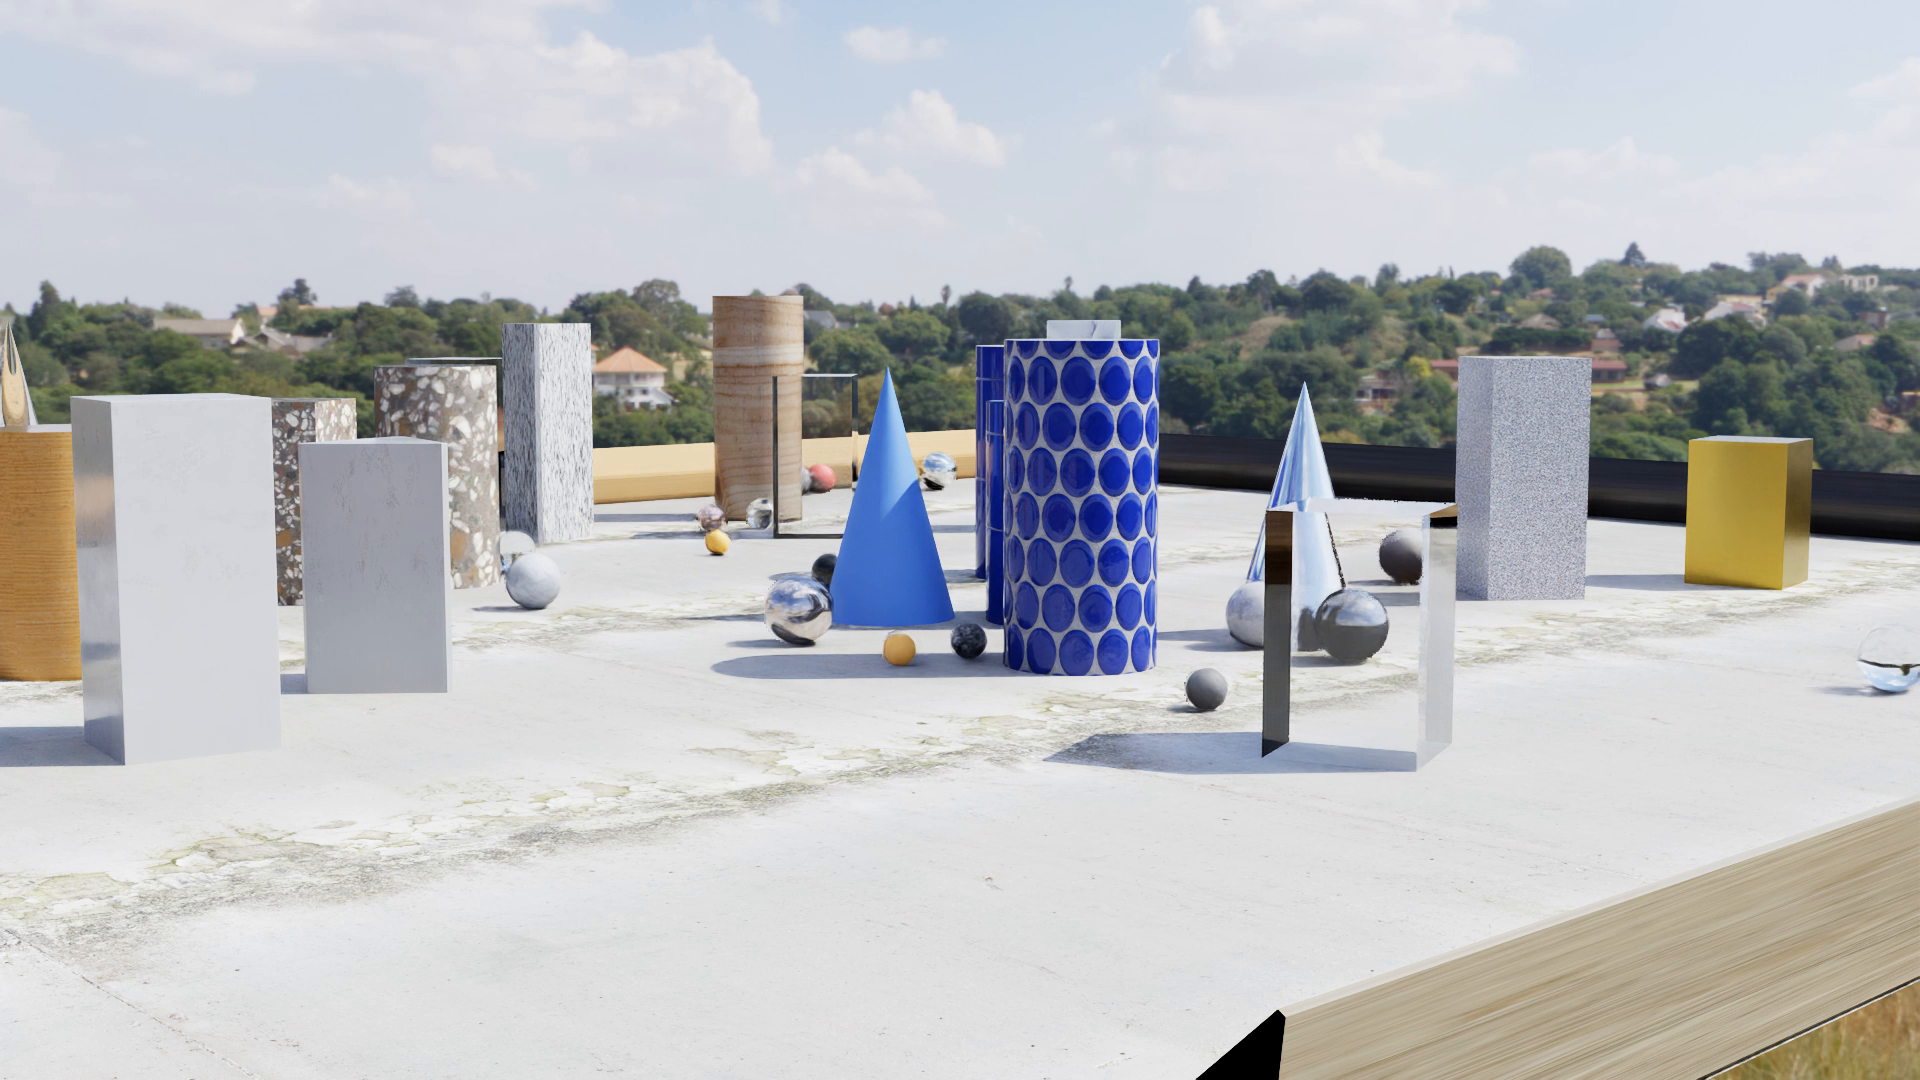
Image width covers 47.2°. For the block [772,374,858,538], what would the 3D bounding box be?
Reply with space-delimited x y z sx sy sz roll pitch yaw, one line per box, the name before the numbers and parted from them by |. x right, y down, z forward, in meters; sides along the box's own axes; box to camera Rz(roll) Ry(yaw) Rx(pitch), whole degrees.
block | -0.284 -0.167 4.340 0.155 0.315 0.155 0 6 1

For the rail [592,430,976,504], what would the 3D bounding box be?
rail | -1.218 -0.105 4.644 3.936 0.126 0.045 -6 8 -42

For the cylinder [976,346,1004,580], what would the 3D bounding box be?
cylinder | 0.122 -0.131 3.665 0.194 0.384 0.194 0 6 0

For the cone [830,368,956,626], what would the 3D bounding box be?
cone | -0.104 -0.069 3.175 0.194 0.363 0.194 0 6 0

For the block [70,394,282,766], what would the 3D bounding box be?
block | -0.799 0.033 2.240 0.155 0.356 0.155 -4 7 -35

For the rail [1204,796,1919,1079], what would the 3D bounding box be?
rail | 1.218 0.170 2.020 3.936 0.126 0.045 -6 8 -42

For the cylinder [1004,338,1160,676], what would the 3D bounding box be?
cylinder | 0.151 -0.046 2.751 0.194 0.407 0.194 0 6 0

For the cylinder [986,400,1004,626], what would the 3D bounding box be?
cylinder | 0.134 -0.042 3.151 0.194 0.313 0.194 0 6 0

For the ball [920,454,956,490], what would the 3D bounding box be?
ball | -0.056 -0.170 5.445 0.090 0.090 0.090 0 6 0

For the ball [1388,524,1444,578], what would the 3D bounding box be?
ball | 0.755 0.019 3.645 0.090 0.090 0.090 0 6 0

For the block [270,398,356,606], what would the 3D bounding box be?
block | -1.030 -0.062 3.382 0.155 0.306 0.155 1 6 7

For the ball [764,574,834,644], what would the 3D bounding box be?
ball | -0.214 0.092 2.931 0.093 0.093 0.093 0 6 0

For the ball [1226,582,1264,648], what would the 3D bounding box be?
ball | 0.394 0.098 2.903 0.088 0.088 0.088 0 6 0

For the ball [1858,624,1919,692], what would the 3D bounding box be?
ball | 1.091 0.138 2.569 0.078 0.078 0.078 0 6 0

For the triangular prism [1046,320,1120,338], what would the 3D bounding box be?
triangular prism | 0.286 -0.237 4.491 0.168 0.422 0.145 4 7 35

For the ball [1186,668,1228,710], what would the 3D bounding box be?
ball | 0.275 0.166 2.451 0.047 0.047 0.047 0 6 0

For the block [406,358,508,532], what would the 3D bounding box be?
block | -0.996 -0.189 4.400 0.155 0.347 0.155 2 6 18

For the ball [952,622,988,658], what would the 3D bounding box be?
ball | 0.012 0.129 2.811 0.046 0.046 0.046 0 6 0

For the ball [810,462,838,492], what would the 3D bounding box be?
ball | -0.336 -0.154 5.382 0.072 0.072 0.072 0 6 0

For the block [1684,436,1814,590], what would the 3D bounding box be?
block | 1.289 -0.048 3.592 0.155 0.234 0.155 4 7 35

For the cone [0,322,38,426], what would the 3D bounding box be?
cone | -1.430 -0.119 3.325 0.194 0.431 0.194 0 6 0

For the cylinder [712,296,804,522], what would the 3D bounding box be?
cylinder | -0.430 -0.284 4.700 0.194 0.472 0.194 0 6 0

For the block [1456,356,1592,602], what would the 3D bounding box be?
block | 0.875 -0.099 3.432 0.155 0.370 0.155 -1 6 -7

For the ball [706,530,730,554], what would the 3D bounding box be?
ball | -0.441 0.005 3.997 0.044 0.044 0.044 0 6 0

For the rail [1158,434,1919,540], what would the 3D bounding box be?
rail | 1.429 -0.105 4.643 0.045 0.126 3.638 -6 8 -42

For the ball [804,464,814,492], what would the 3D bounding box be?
ball | -0.392 -0.147 5.287 0.078 0.078 0.078 0 6 0

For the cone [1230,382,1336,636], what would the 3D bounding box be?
cone | 0.467 -0.043 2.997 0.194 0.348 0.194 0 6 0

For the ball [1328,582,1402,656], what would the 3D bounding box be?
ball | 0.521 0.102 2.838 0.094 0.094 0.094 0 6 0

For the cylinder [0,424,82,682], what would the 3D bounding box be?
cylinder | -1.100 0.011 2.717 0.194 0.299 0.194 0 6 0

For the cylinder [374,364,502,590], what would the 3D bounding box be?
cylinder | -0.848 -0.106 3.573 0.194 0.353 0.194 0 6 0

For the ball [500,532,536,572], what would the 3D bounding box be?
ball | -0.753 0.021 3.721 0.071 0.071 0.071 0 6 0

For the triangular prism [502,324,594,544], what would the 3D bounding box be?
triangular prism | -0.783 -0.211 4.272 0.145 0.417 0.168 -4 7 -33

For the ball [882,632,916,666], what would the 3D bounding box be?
ball | -0.076 0.136 2.757 0.041 0.041 0.041 0 6 0

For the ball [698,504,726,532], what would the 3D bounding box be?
ball | -0.498 -0.044 4.417 0.054 0.054 0.054 0 6 0

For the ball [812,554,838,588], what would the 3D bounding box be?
ball | -0.210 0.050 3.520 0.055 0.055 0.055 0 6 0

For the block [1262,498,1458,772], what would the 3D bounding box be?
block | 0.403 0.090 2.212 0.155 0.248 0.155 3 7 25

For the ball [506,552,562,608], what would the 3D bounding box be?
ball | -0.635 0.061 3.276 0.083 0.083 0.083 0 6 0

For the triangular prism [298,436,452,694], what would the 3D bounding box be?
triangular prism | -0.679 0.026 2.618 0.168 0.291 0.145 0 6 -2

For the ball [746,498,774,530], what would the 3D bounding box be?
ball | -0.402 -0.054 4.466 0.063 0.063 0.063 0 6 0
